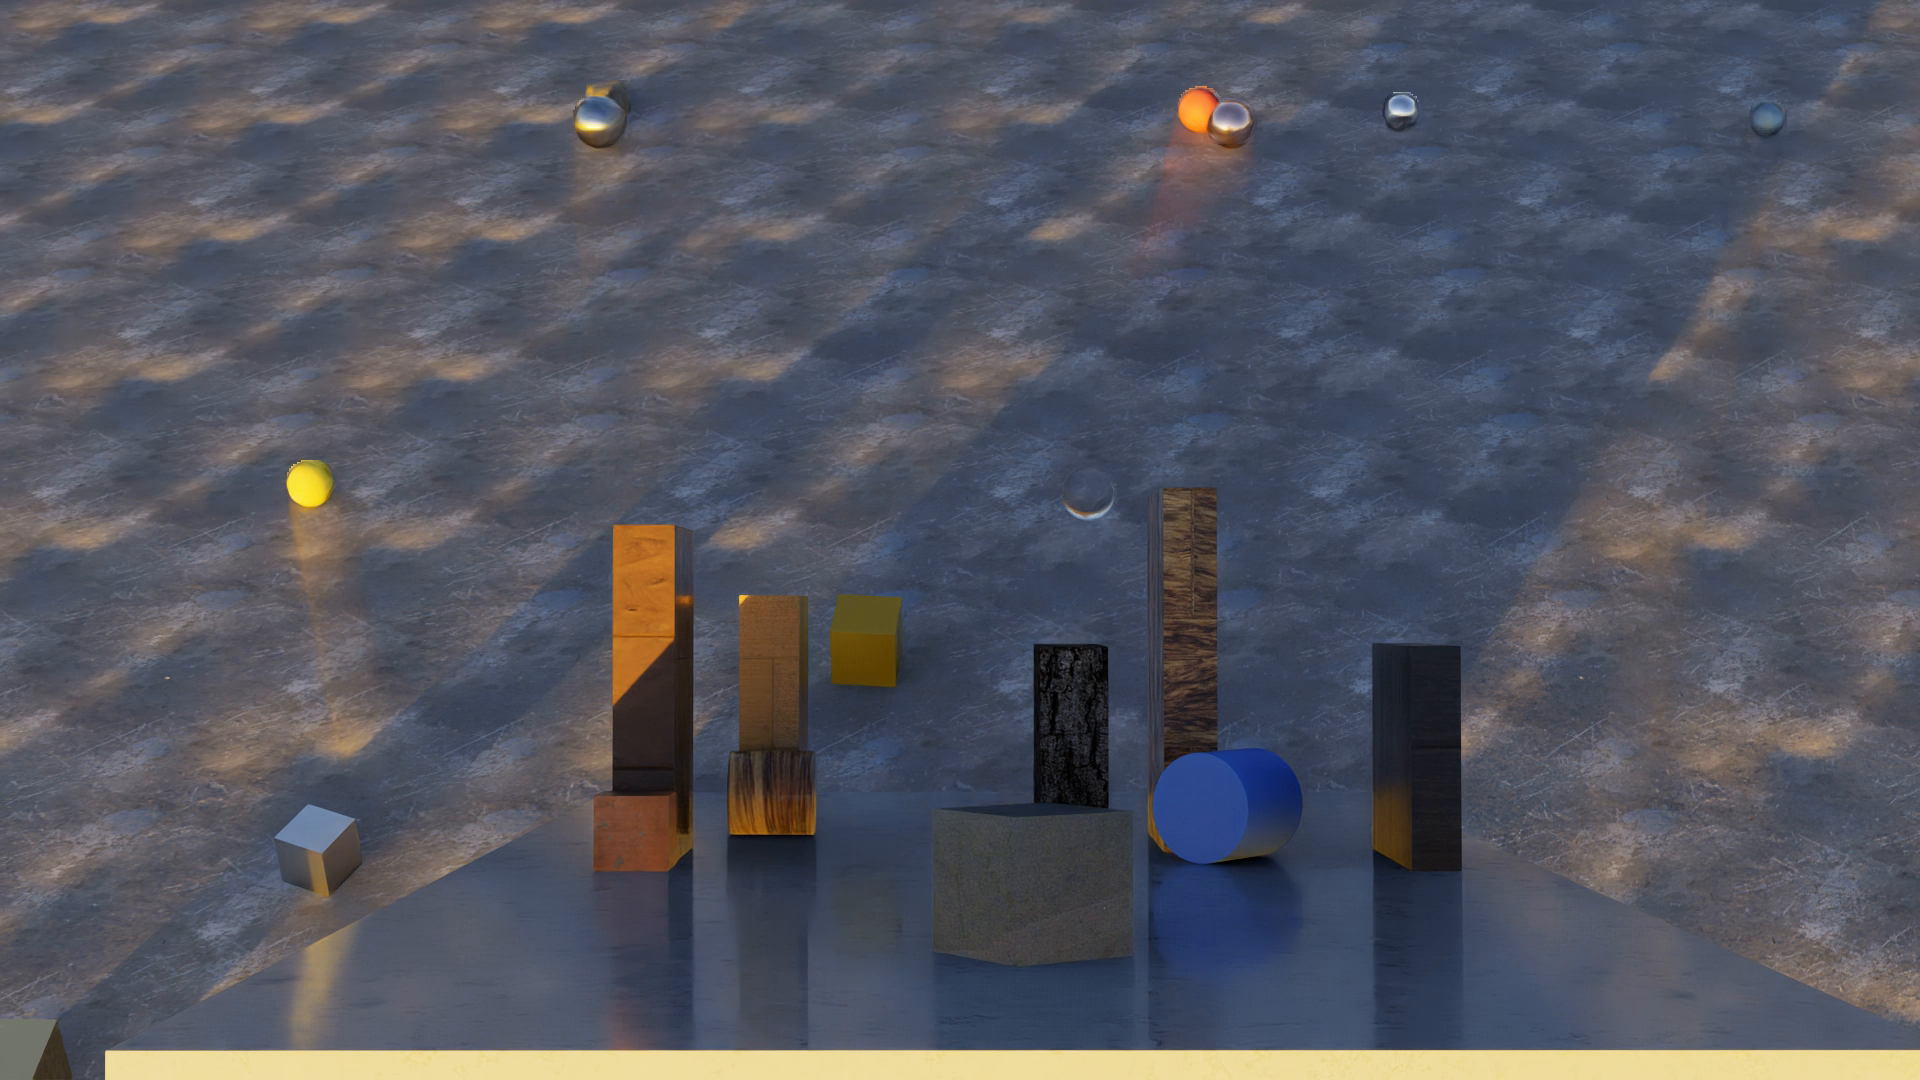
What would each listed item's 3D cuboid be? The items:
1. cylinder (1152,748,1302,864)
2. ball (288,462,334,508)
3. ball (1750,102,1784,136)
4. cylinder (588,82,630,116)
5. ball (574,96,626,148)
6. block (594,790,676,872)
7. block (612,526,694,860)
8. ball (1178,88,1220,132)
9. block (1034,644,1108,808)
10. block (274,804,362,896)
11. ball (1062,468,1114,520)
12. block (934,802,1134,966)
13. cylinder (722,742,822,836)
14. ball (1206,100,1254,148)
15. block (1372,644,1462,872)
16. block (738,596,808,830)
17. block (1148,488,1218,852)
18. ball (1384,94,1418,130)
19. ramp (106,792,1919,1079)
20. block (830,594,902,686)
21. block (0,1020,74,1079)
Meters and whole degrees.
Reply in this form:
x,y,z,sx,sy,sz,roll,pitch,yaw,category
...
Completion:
x,y,z,sx,sy,sz,roll,pitch,yaw,category
0.512,0.506,4.957,0.208,0.208,0.208,27,14,34,cylinder
-2.012,-0.172,8.044,0.141,0.141,0.141,0,34,0,ball
3.181,-1.659,10.231,0.133,0.133,0.133,0,34,0,ball
-1.403,-1.753,10.366,0.135,0.135,0.135,-13,37,-19,cylinder
-1.404,-1.632,10.129,0.204,0.204,0.204,0,34,0,ball
-0.601,0.538,4.809,0.137,0.137,0.137,0,-2,0,block
-0.595,0.295,5.059,0.116,0.636,0.350,0,-2,0,block
0.948,-1.696,10.253,0.169,0.169,0.169,0,34,0,ball
0.165,0.370,3.910,0.099,0.423,0.329,0,-2,0,block
-1.637,0.792,6.626,0.146,0.146,0.146,14,37,20,block
0.394,-0.140,7.978,0.162,0.162,0.162,0,34,0,ball
0.101,0.474,3.605,0.199,0.199,0.199,1,-2,-35,block
-0.398,0.536,5.511,0.177,0.177,0.177,13,35,0,cylinder
1.055,-1.620,10.126,0.187,0.187,0.187,0,34,0,ball
0.869,0.405,4.961,0.091,0.410,0.445,0,-2,0,block
-0.412,0.378,5.771,0.129,0.507,0.334,0,-2,0,block
0.454,0.261,5.329,0.105,0.718,0.439,0,-2,0,block
1.746,-1.695,10.278,0.139,0.139,0.139,0,34,0,ball
0.076,0.656,4.805,2.000,0.100,4.000,0,-2,0,ramp
-0.263,0.284,7.340,0.181,0.181,0.181,3,34,4,block
-2.171,1.234,5.937,0.192,0.192,0.192,0,34,0,block
